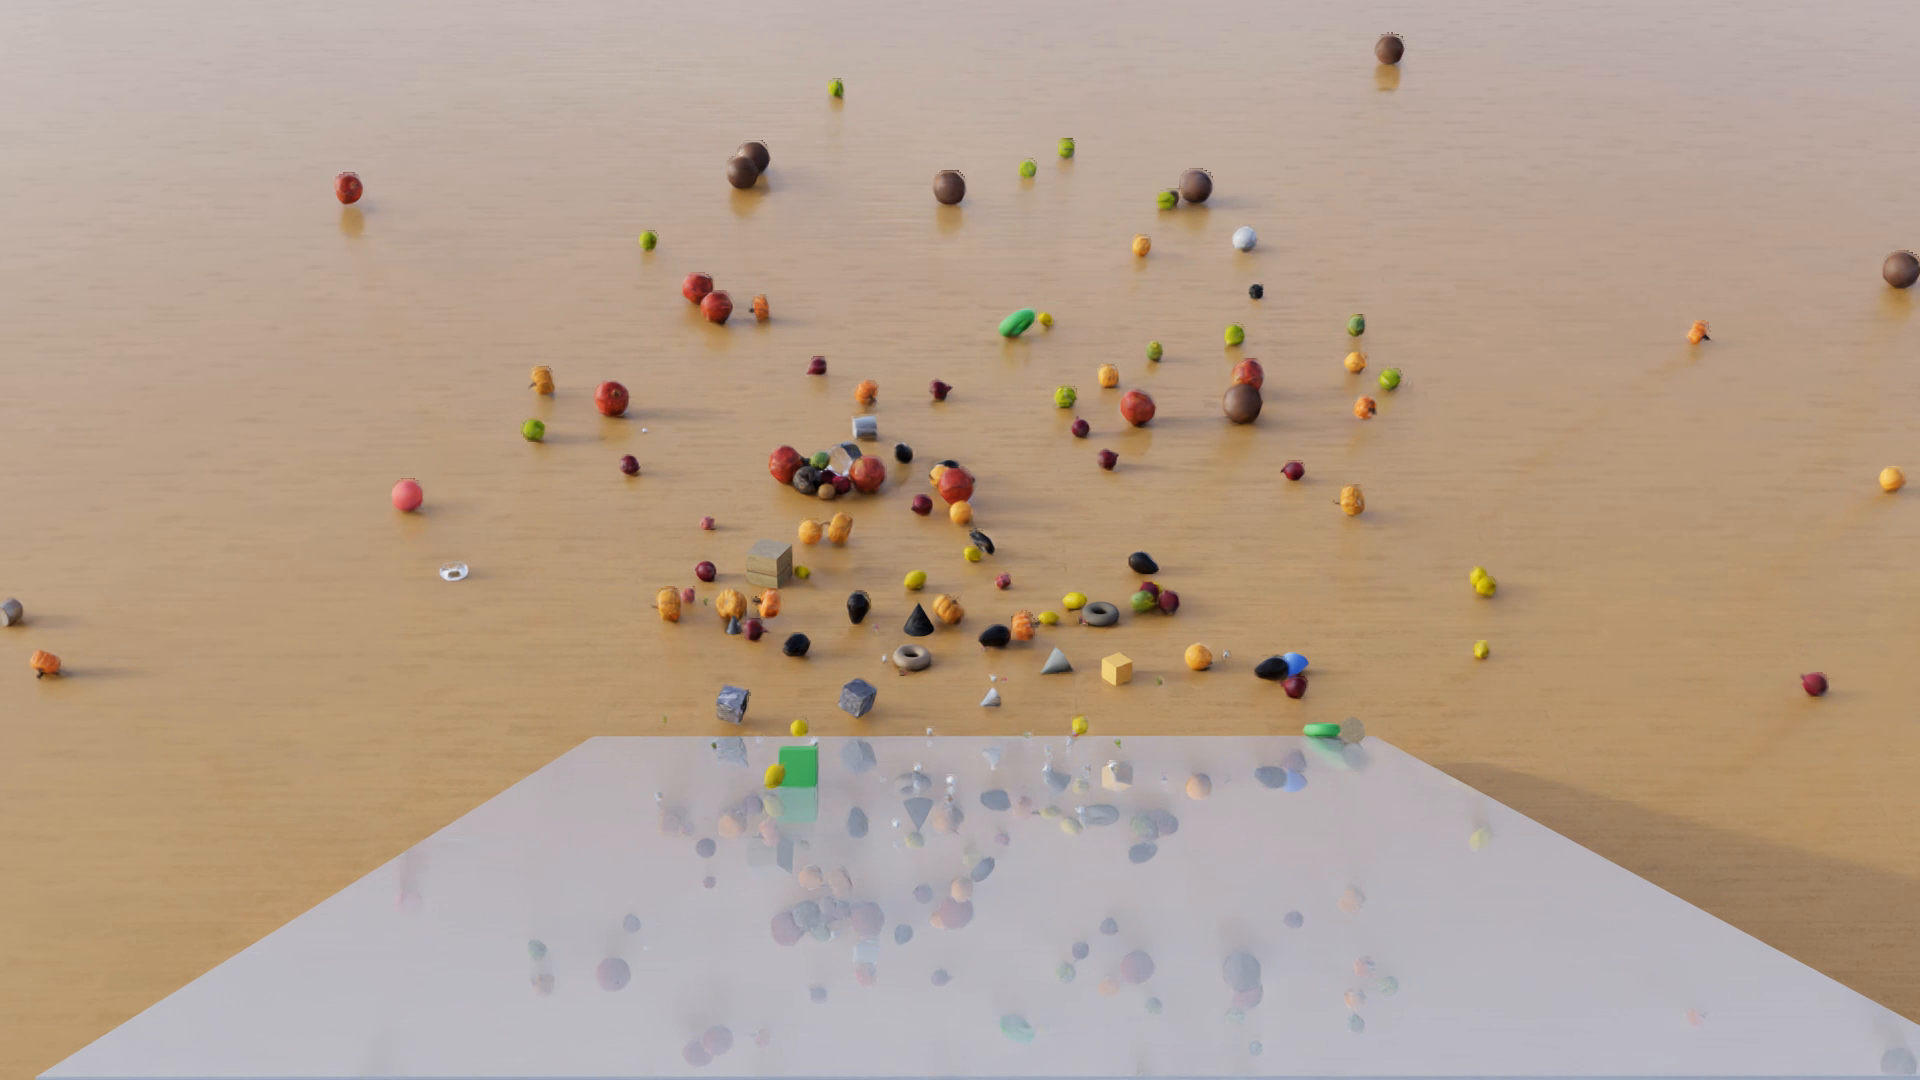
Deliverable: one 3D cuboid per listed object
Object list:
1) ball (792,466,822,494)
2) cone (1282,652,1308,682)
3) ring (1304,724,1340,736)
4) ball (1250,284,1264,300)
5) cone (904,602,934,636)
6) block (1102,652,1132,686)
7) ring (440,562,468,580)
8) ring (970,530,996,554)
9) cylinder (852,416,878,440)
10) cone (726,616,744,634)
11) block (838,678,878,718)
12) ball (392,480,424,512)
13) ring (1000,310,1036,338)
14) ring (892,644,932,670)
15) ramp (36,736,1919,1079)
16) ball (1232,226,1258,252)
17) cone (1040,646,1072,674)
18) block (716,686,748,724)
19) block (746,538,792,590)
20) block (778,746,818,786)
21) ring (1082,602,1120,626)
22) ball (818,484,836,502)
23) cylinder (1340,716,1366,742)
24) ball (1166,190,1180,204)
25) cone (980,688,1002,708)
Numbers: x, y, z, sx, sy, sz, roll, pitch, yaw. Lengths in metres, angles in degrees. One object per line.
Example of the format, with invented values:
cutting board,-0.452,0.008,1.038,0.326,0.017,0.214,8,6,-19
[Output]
ball,-0.472,-0.184,7.979,0.089,0.089,0.089,0,28,0
cone,0.904,0.357,7.036,0.071,0.071,0.071,10,57,17
ring,0.926,0.486,6.609,0.094,0.031,0.094,0,-1,0
ball,1.071,-0.896,9.342,0.052,0.052,0.052,0,28,0
cone,-0.116,0.212,7.248,0.087,0.087,0.087,0,28,0
block,0.427,0.351,7.020,0.058,0.058,0.058,-19,34,-32
ring,-1.476,0.091,7.534,0.083,0.028,0.083,0,30,0
ring,0.068,0.008,7.634,0.029,0.087,0.087,-46,44,-12
cylinder,-0.306,-0.361,8.328,0.070,0.070,0.070,-5,29,-10
cone,-0.633,0.230,7.249,0.052,0.052,0.052,0,28,0
block,-0.272,0.419,6.862,0.066,0.066,0.066,33,35,21
ball,-1.685,-0.134,7.881,0.095,0.095,0.095,0,28,0
ring,0.200,-0.757,9.013,0.140,0.140,0.047,-21,75,-33
ring,-0.132,0.322,7.097,0.107,0.036,0.107,1,29,-1
ramp,0.064,0.572,4.614,2.000,0.100,4.000,0,1,0
ball,1.075,-1.133,9.737,0.093,0.093,0.093,0,28,0
cone,0.250,0.344,7.055,0.079,0.079,0.079,-35,36,-7
block,-0.602,0.435,6.816,0.065,0.065,0.065,14,43,8
block,-0.553,0.069,7.500,0.099,0.099,0.099,12,30,20
block,-0.339,0.476,5.428,0.077,0.077,0.077,0,1,0
ring,0.398,0.210,7.306,0.106,0.035,0.106,0,30,0
ball,-0.410,-0.147,7.945,0.056,0.056,0.056,0,28,0
cylinder,0.978,0.473,6.440,0.060,0.060,0.060,2,1,5
ball,0.839,-1.350,10.181,0.055,0.055,0.055,0,28,0
cone,0.073,0.431,6.874,0.054,0.054,0.054,-25,36,-25
